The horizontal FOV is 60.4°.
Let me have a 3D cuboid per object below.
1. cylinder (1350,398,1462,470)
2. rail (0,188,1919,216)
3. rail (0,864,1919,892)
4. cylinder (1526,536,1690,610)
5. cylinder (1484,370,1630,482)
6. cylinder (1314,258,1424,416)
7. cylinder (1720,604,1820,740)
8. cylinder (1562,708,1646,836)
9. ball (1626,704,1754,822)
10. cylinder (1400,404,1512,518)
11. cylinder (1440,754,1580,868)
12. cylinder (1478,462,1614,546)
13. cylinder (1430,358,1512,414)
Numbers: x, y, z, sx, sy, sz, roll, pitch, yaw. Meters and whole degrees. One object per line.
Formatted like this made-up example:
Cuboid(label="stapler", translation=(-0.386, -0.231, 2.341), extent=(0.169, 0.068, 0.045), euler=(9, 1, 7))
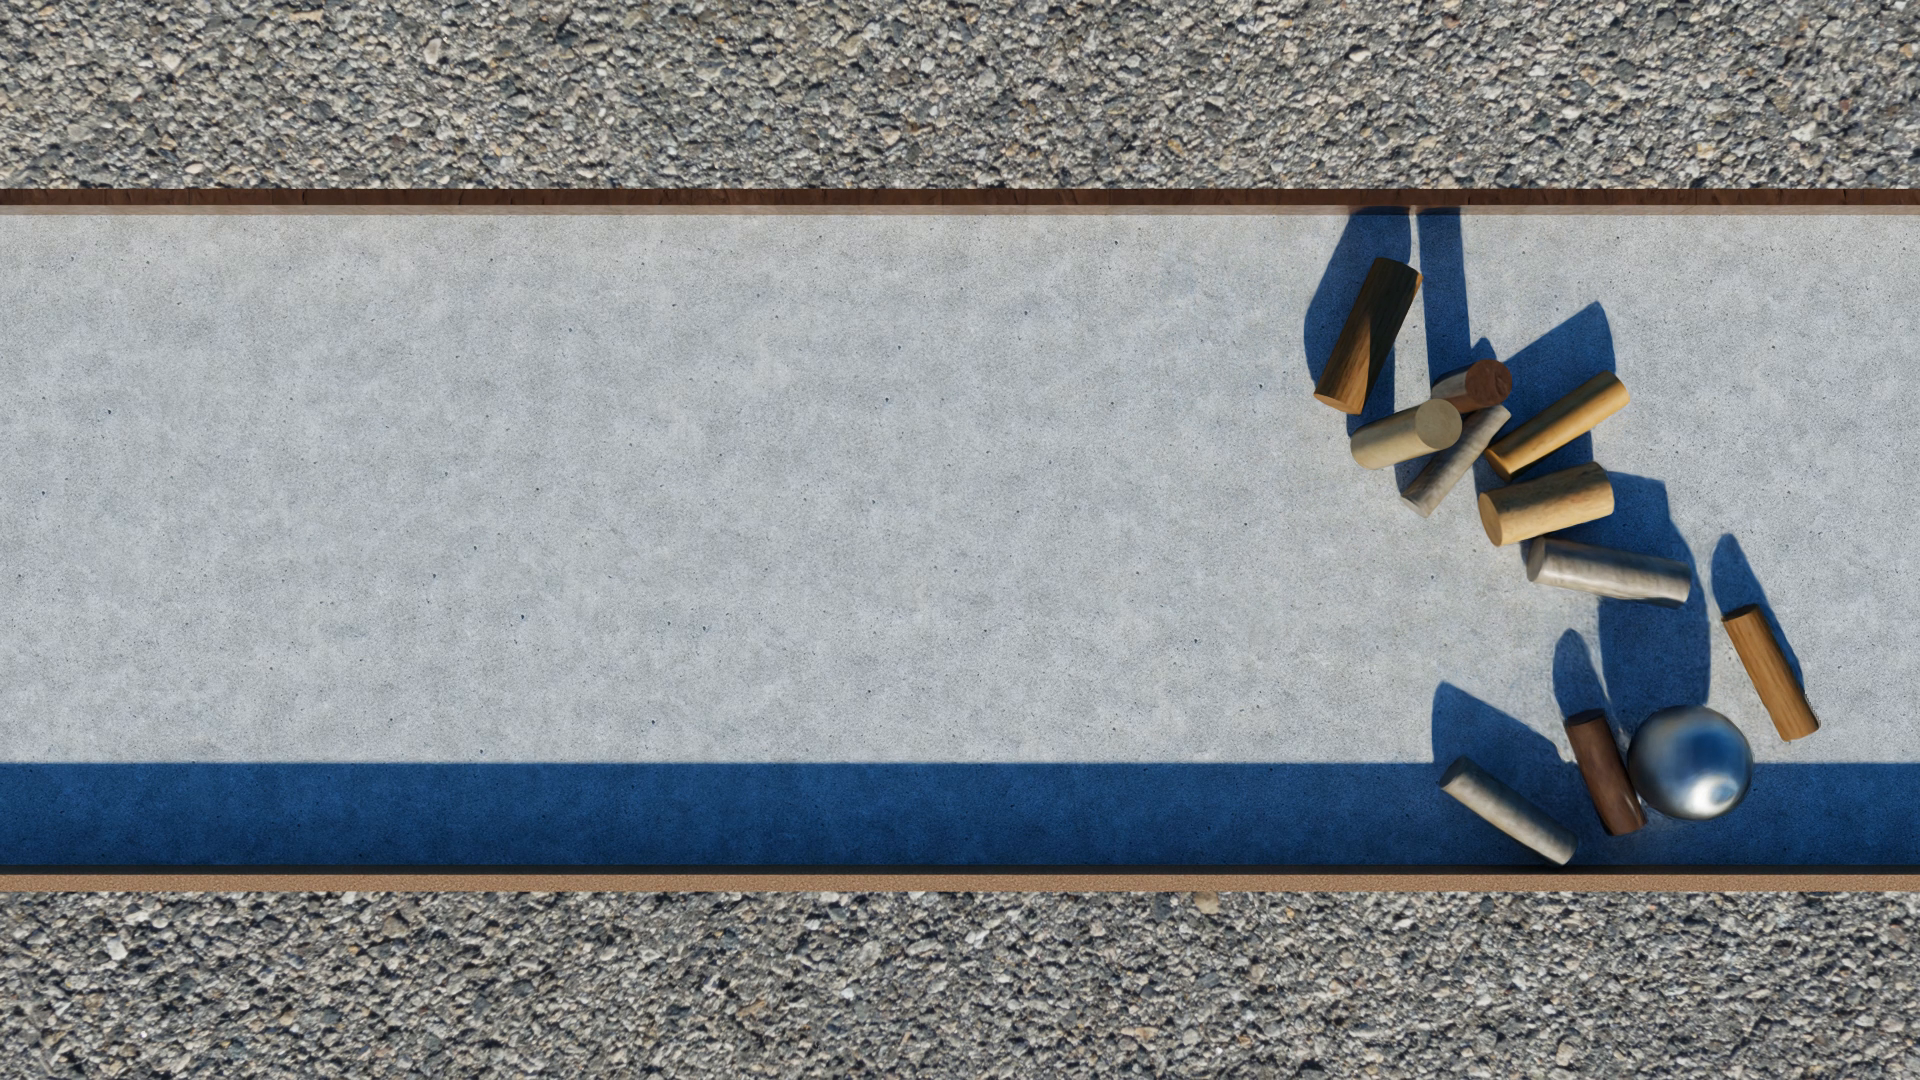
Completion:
Cuboid(label="cylinder", translation=(1.307, -0.307, 4.855), extent=(0.145, 0.422, 0.145), euler=(1, 84, -11))
Cuboid(label="rail", translation=(-2.247, -1.025, 5.002), extent=(12.000, 0.150, 0.050), euler=(0, 90, 0))
Cuboid(label="rail", translation=(-2.247, 1.025, 5.001), extent=(12.000, 0.150, 0.050), euler=(0, 90, 0))
Cuboid(label="cylinder", translation=(1.964, 0.098, 5.004), extent=(0.444, 0.146, 0.146), euler=(11, 90, 0))
Cuboid(label="cylinder", translation=(1.814, -0.345, 5.013), extent=(0.431, 0.126, 0.126), euler=(-34, 90, 0))
Cuboid(label="cylinder", translation=(1.237, -0.616, 4.999), extent=(0.155, 0.155, 0.453), euler=(25, 90, 0))
Cuboid(label="cylinder", translation=(2.465, 0.403, 5.020), extent=(0.113, 0.113, 0.409), euler=(-27, 90, 0))
Cuboid(label="cylinder", translation=(1.958, 0.705, 5.014), extent=(0.125, 0.125, 0.362), euler=(-21, 90, 0))
Cuboid(label="ball", translation=(2.168, 0.661, 4.904), extent=(0.345, 0.345, 0.345), euler=(0, 90, 0))
Cuboid(label="cylinder", translation=(1.510, -0.251, 5.025), extent=(0.103, 0.103, 0.399), euler=(40, 90, 0))
Cuboid(label="cylinder", translation=(1.666, 0.823, 5.002), extent=(0.414, 0.125, 0.125), euler=(36, 90, 3))
Cuboid(label="cylinder", translation=(1.772, -0.108, 4.991), extent=(0.347, 0.171, 0.171), euler=(-16, 90, 0))
Cuboid(label="cylinder", translation=(1.517, -0.451, 4.903), extent=(0.136, 0.346, 0.136), euler=(0, 90, 0))
